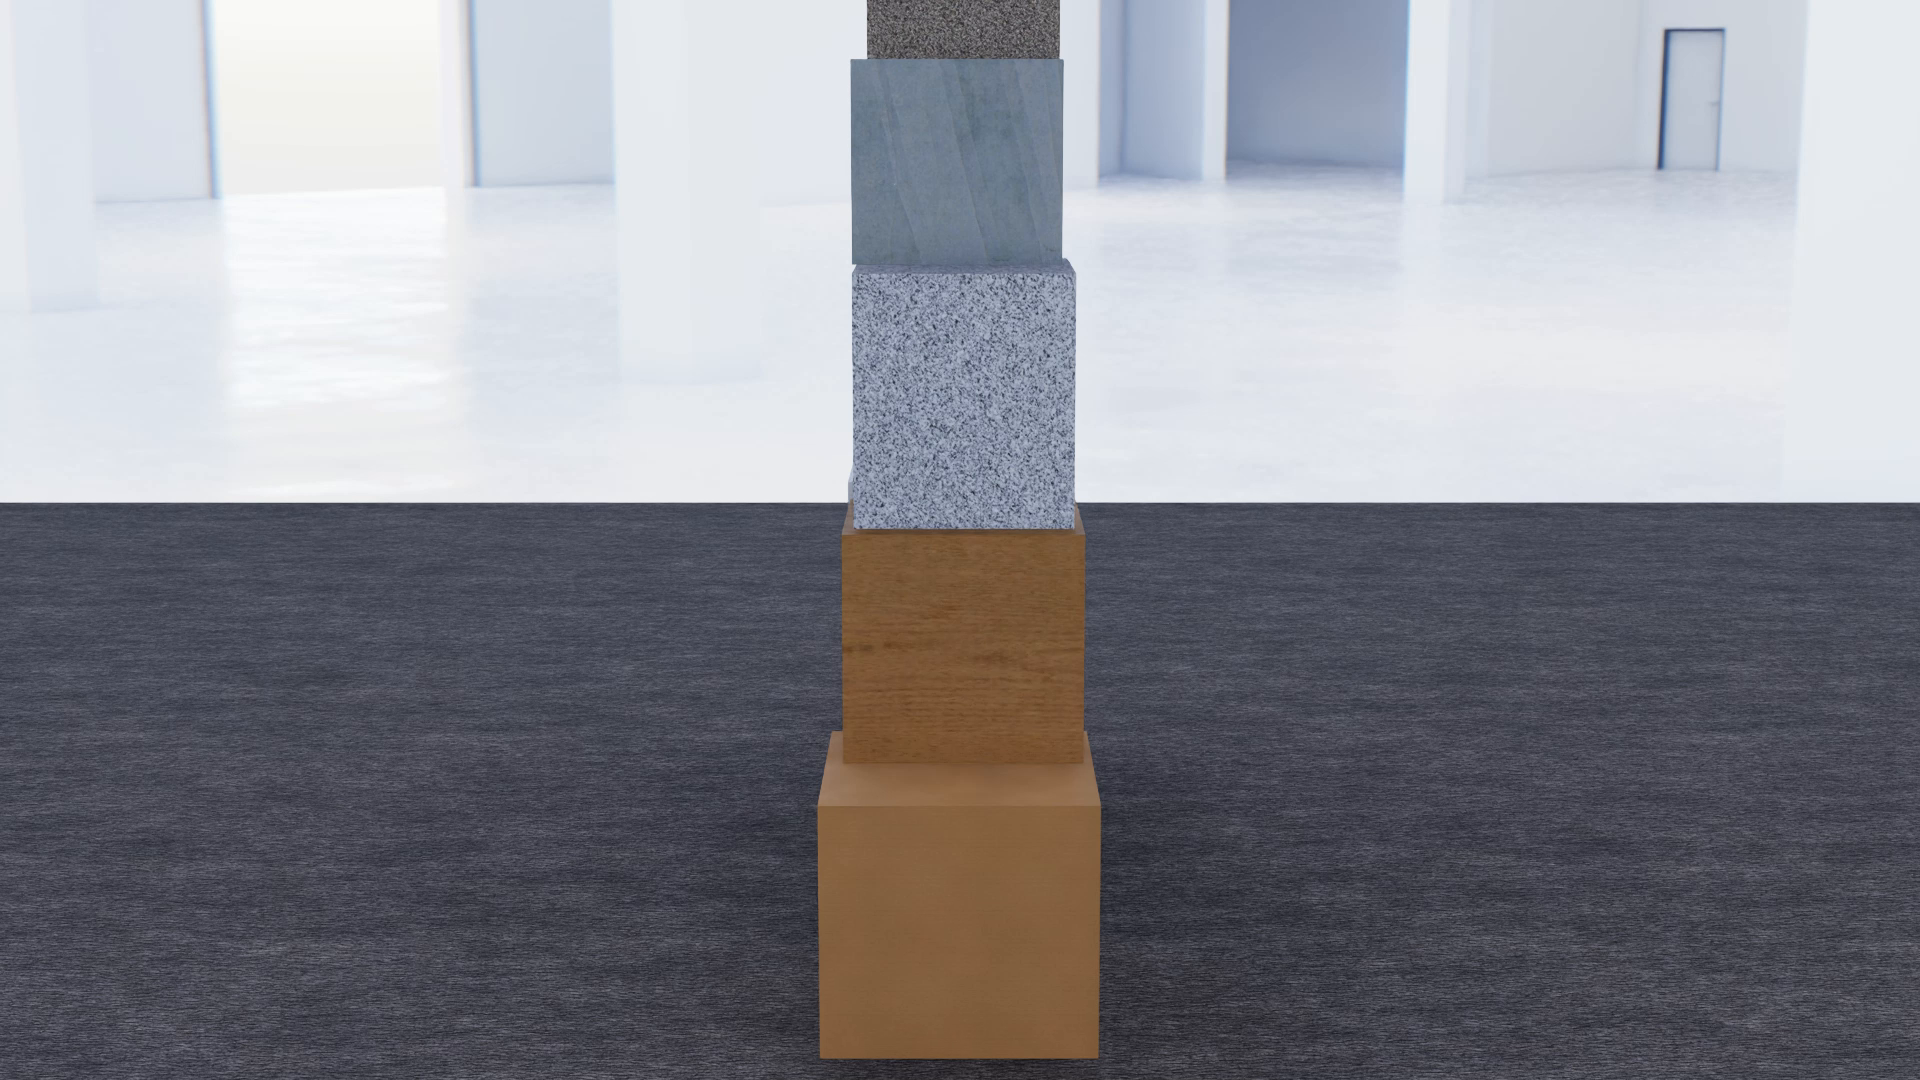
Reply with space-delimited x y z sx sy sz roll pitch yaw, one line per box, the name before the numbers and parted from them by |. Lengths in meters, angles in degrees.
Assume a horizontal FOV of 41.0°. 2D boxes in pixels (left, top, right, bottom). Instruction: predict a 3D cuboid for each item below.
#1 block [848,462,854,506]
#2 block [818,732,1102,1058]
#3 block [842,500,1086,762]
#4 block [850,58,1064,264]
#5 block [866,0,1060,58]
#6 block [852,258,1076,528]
block | -0.001 0.088 11.637 0.971 0.856 0.900 0 11 0
block | -0.003 1.314 9.699 1.006 0.945 1.055 0 10 0
block | 0.012 0.338 9.982 0.904 0.874 0.807 0 10 0
block | -0.011 -1.516 10.217 0.814 0.782 0.757 0 10 0
block | 0.013 -2.298 10.163 0.746 0.778 0.629 0 10 0
block | 0.015 -0.585 9.950 0.829 0.955 0.825 0 10 0
